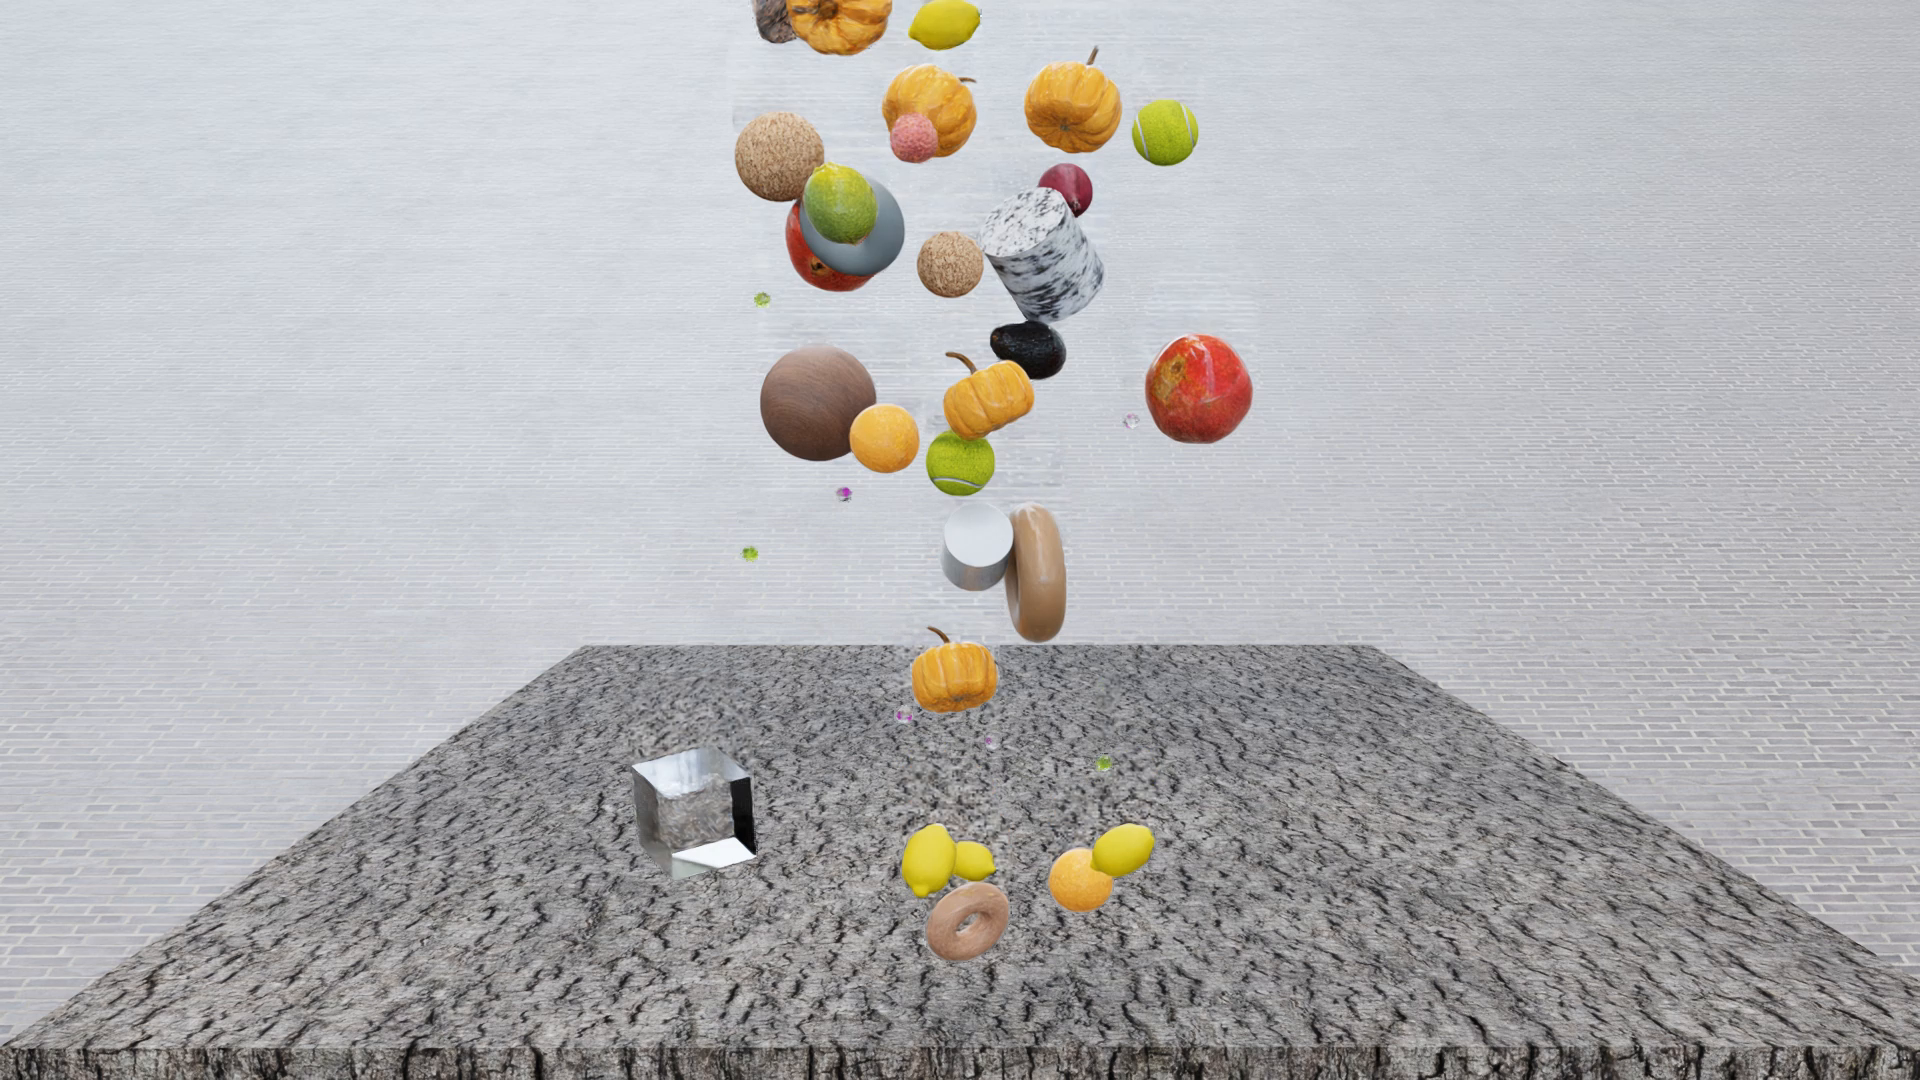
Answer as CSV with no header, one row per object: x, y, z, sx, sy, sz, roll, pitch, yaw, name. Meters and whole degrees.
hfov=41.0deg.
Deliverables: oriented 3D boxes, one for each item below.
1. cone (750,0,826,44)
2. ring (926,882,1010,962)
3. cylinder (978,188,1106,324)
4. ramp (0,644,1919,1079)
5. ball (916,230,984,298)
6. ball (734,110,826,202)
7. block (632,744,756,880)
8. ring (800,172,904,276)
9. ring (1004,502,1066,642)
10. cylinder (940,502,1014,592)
-0.196,-0.565,2.589,0.092,0.092,0.092,-19,52,-41,cone
0.009,0.405,2.723,0.097,0.097,0.032,-12,36,-28,ring
0.085,-0.295,2.662,0.099,0.099,0.099,-20,42,19,cylinder
0.048,0.433,4.532,2.000,0.100,4.000,0,3,0,ramp
-0.010,-0.275,2.564,0.067,0.067,0.067,0,21,0,ball
-0.188,-0.400,2.678,0.094,0.094,0.094,0,21,0,ball
-0.282,0.287,2.718,0.095,0.095,0.095,-13,23,-26,block
-0.105,-0.307,2.490,0.109,0.109,0.036,8,35,20,ring
0.076,0.033,2.619,0.048,0.144,0.144,-5,21,-8,ring
0.017,0.007,2.590,0.069,0.069,0.069,-2,-22,-4,cylinder
